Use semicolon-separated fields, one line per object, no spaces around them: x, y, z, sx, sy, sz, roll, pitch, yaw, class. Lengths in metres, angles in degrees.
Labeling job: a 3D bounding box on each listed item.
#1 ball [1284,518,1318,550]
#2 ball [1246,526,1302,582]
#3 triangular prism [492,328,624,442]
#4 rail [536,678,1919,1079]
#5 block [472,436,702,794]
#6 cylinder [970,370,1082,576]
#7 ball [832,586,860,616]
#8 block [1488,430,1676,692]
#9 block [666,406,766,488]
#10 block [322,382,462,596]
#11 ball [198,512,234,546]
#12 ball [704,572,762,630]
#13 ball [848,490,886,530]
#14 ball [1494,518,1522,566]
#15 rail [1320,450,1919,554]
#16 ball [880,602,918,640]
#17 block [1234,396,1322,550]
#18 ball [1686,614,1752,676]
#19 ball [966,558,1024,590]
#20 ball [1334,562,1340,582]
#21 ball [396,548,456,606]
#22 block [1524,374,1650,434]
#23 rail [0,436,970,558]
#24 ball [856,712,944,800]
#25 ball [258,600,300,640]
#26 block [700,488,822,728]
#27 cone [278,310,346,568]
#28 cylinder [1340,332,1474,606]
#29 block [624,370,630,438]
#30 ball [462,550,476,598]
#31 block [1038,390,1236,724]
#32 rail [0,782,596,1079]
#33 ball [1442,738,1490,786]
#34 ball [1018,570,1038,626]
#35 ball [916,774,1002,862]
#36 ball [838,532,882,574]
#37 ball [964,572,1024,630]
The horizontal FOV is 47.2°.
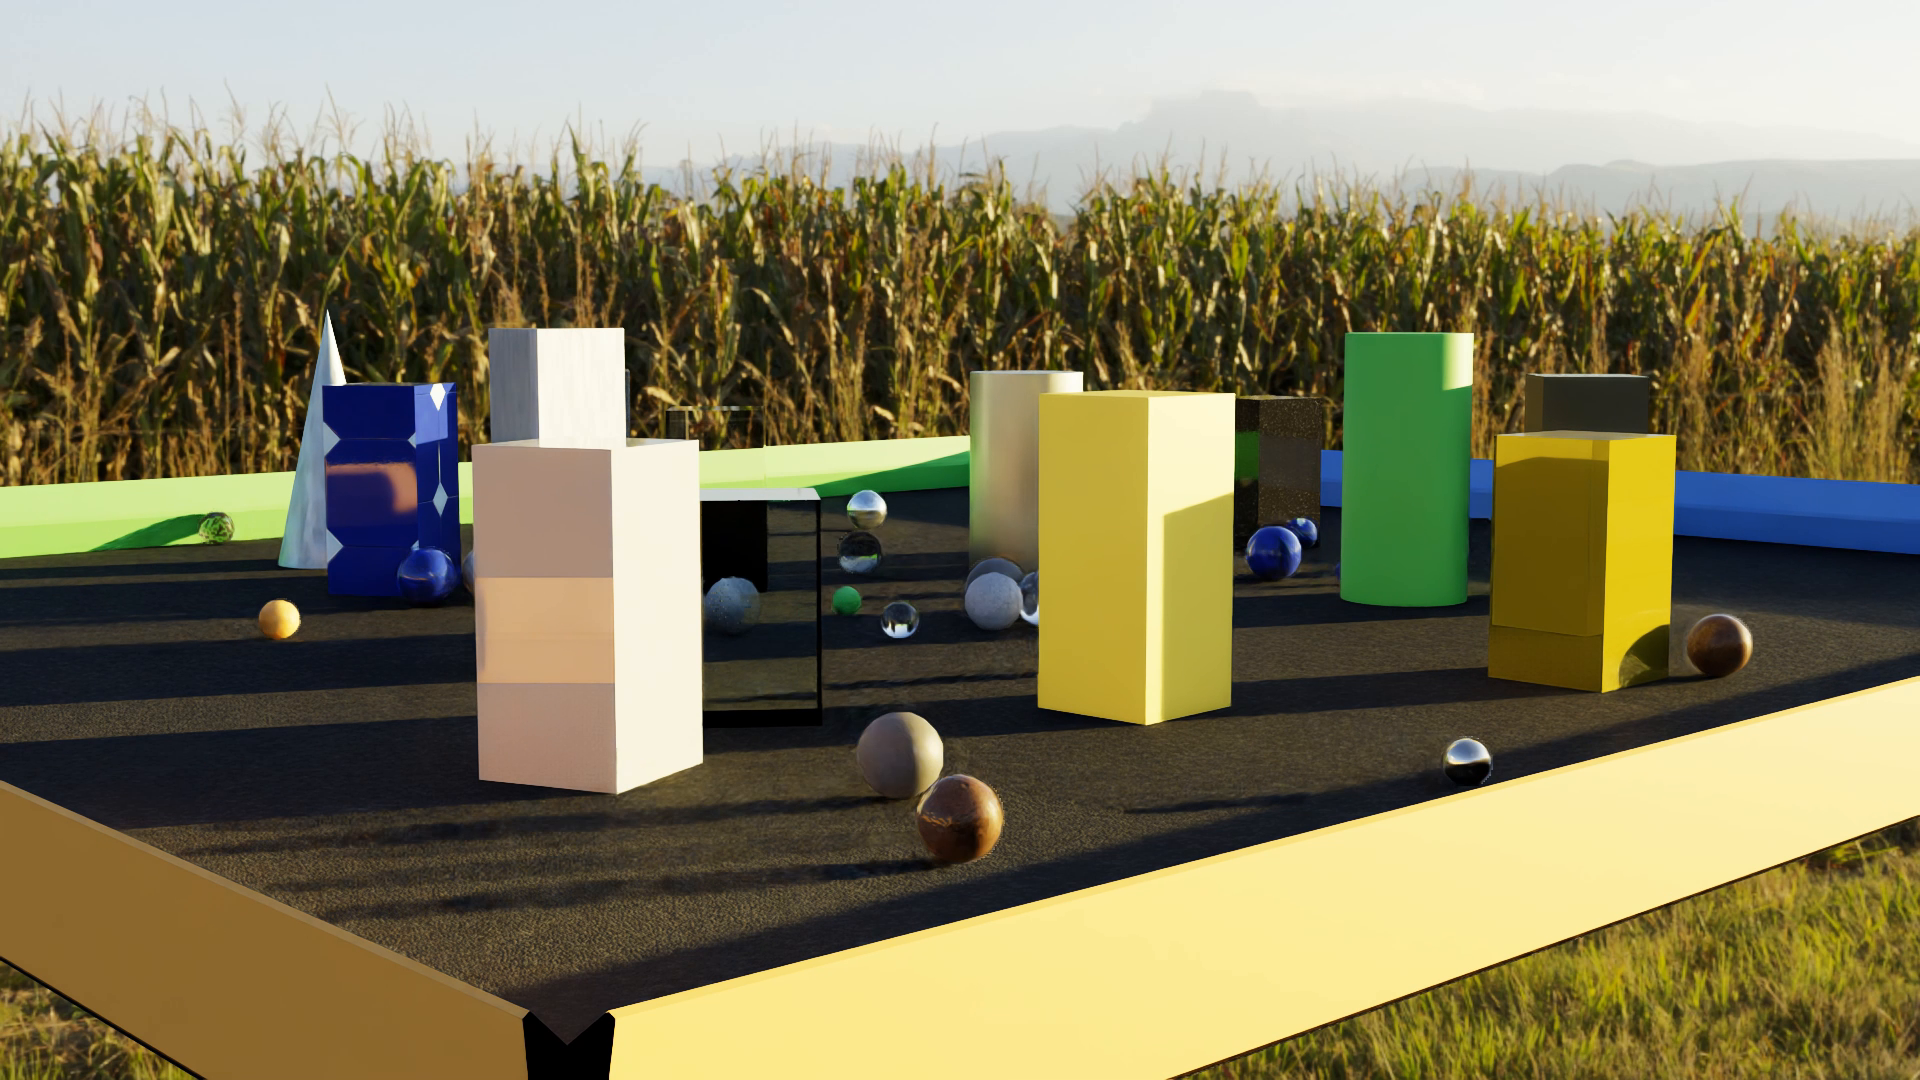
0.626;-0.011;4.047;0.062;0.062;0.062;0;6;0;ball
0.514;0.022;3.604;0.091;0.091;0.091;0;6;0;ball
-0.527;-0.053;2.746;0.144;0.420;0.166;4;7;31;triangular prism
1.078;0.155;2.171;3.464;0.125;0.045;-6;8;-42;rail
-0.355;0.065;2.108;0.154;0.318;0.154;3;7;24;block
0.112;-0.117;3.748;0.192;0.337;0.192;0;6;0;cylinder
-0.165;0.089;3.201;0.042;0.042;0.042;0;6;0;ball
0.749;0.020;2.651;0.154;0.293;0.154;-6;8;-44;block
-0.392;-0.071;3.561;0.154;0.284;0.154;0;6;-4;block
-0.897;-0.084;3.481;0.154;0.326;0.154;1;6;11;block
-1.400;-0.022;4.142;0.065;0.065;0.065;0;6;0;ball
-0.316;0.085;3.061;0.079;0.079;0.079;0;6;0;ball
-0.188;-0.061;4.440;0.080;0.080;0.080;0;6;0;ball
0.970;0.003;3.821;0.084;0.084;0.084;0;6;0;ball
1.256;-0.089;4.484;0.045;0.125;3.225;-6;8;-42;rail
-0.082;0.108;2.972;0.051;0.051;0.051;0;6;0;ball
0.567;-0.128;4.125;0.154;0.279;0.154;-4;7;-34;block
0.921;0.128;2.668;0.076;0.076;0.076;0;6;0;ball
0.052;0.070;3.151;0.089;0.089;0.089;0;6;0;ball
0.628;0.052;3.559;0.041;0.041;0.041;0;6;0;ball
-0.800;0.056;3.299;0.087;0.087;0.087;0;6;0;ball
0.950;-0.079;3.355;0.154;0.344;0.154;0;6;5;block
-1.078;-0.090;4.493;3.464;0.125;0.045;-6;8;-42;rail
-0.054;0.196;2.003;0.080;0.080;0.080;0;6;0;ball
-0.920;0.108;2.968;0.053;0.053;0.053;0;6;0;ball
-0.233;0.071;2.409;0.154;0.243;0.154;-1;6;-6;block
-1.100;-0.181;3.847;0.192;0.444;0.192;0;6;0;cone
0.683;-0.113;3.369;0.192;0.407;0.192;0;6;0;cylinder
-0.626;-0.110;3.660;0.154;0.342;0.154;-1;6;-9;block
-0.709;0.050;3.338;0.091;0.091;0.091;0;6;0;ball
0.196;0.013;2.449;0.154;0.351;0.154;6;8;43;block
-1.256;0.154;2.180;0.045;0.125;3.225;-6;8;-42;rail
0.474;0.208;2.059;0.044;0.044;0.044;0;6;0;ball
0.116;0.082;3.086;0.079;0.079;0.079;0;6;0;ball
-0.001;0.225;1.774;0.070;0.070;0.070;0;6;0;ball
-0.168;0.022;3.688;0.073;0.073;0.073;0;6;0;ball
0.047;0.086;3.046;0.081;0.081;0.081;0;6;0;ball
